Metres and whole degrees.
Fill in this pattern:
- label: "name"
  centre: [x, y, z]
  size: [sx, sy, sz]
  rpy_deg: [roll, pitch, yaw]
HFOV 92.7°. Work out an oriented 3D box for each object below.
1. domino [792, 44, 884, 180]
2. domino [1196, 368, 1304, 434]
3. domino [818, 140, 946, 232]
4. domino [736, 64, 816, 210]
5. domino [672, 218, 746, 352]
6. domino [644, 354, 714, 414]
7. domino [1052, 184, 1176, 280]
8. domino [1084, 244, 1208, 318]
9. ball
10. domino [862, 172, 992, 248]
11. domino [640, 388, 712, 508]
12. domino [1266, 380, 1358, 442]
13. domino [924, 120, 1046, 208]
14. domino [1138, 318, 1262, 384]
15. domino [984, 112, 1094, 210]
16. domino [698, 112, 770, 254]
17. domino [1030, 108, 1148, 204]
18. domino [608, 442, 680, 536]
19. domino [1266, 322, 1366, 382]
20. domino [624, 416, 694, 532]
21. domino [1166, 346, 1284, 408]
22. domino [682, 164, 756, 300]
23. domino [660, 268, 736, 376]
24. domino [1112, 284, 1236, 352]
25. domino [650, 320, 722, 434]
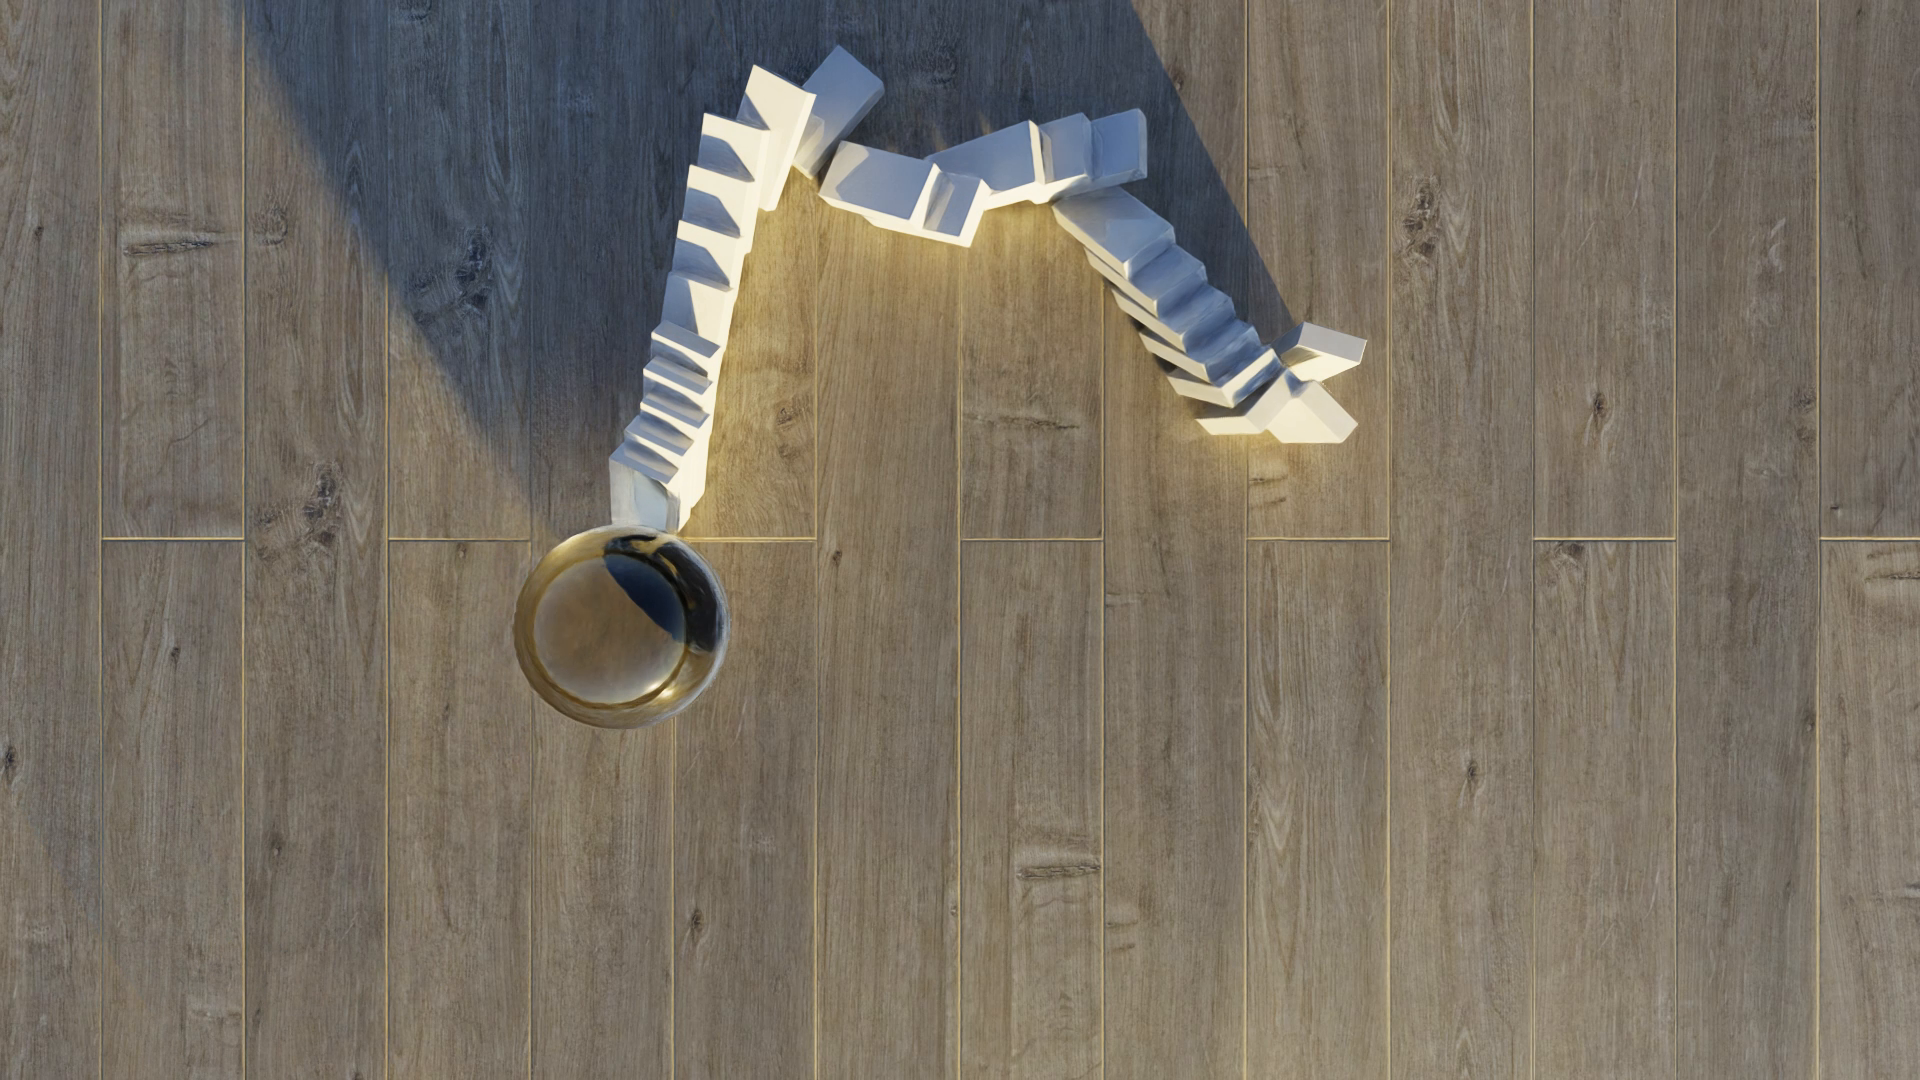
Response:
- label: "domino"
  centre: [-0.059, -0.184, 0.395]
  size: [0.025, 0.010, 0.050]
  rpy_deg: [40, 90, 0]
- label: "domino"
  centre: [0.117, -0.056, 0.375]
  size: [0.010, 0.050, 0.025]
  rpy_deg: [42, 90, -9]
- label: "domino"
  centre: [-0.033, -0.149, 0.384]
  size: [0.050, 0.009, 0.025]
  rpy_deg: [25, 93, 27]
- label: "domino"
  centre: [-0.082, -0.168, 0.385]
  size: [0.025, 0.009, 0.050]
  rpy_deg: [28, 115, 0]
- label: "domino"
  centre: [-0.108, -0.106, 0.385]
  size: [0.025, 0.009, 0.050]
  rpy_deg: [18, 116, 0]
- label: "domino"
  centre: [-0.117, -0.050, 0.378]
  size: [0.025, 0.050, 0.010]
  rpy_deg: [25, 50, 0]
- label: "domino"
  centre: [0.064, -0.132, 0.382]
  size: [0.025, 0.010, 0.050]
  rpy_deg: [-38, 57, 0]
- label: "domino"
  centre: [0.076, -0.115, 0.381]
  size: [0.025, 0.010, 0.050]
  rpy_deg: [-37, 52, 0]
- label: "ball"
  centre: [-0.131, 0.034, 0.360]
  size: [0.080, 0.080, 0.080]
  rpy_deg: [0, 90, 0]
- label: "domino"
  centre: [-0.014, -0.141, 0.384]
  size: [0.050, 0.010, 0.025]
  rpy_deg: [22, 92, 27]
- label: "domino"
  centre: [-0.118, -0.037, 0.378]
  size: [0.025, 0.050, 0.009]
  rpy_deg: [25, 50, 0]
- label: "domino"
  centre: [0.137, -0.052, 0.373]
  size: [0.025, 0.050, 0.010]
  rpy_deg: [42, 90, -9]
- label: "domino"
  centre: [0.010, -0.154, 0.384]
  size: [0.050, 0.009, 0.025]
  rpy_deg: [-6, 90, 30]
- label: "domino"
  centre: [0.097, -0.083, 0.377]
  size: [0.025, 0.050, 0.009]
  rpy_deg: [-37, 123, 0]
- label: "domino"
  centre: [0.030, -0.158, 0.383]
  size: [0.050, 0.010, 0.025]
  rpy_deg: [-3, 89, 30]
- label: "domino"
  centre: [-0.097, -0.149, 0.385]
  size: [0.025, 0.009, 0.050]
  rpy_deg: [17, 116, 1]
- label: "domino"
  centre: [0.052, -0.160, 0.383]
  size: [0.050, 0.010, 0.025]
  rpy_deg: [-2, 85, 30]
- label: "domino"
  centre: [-0.130, -0.016, 0.378]
  size: [0.025, 0.050, 0.009]
  rpy_deg: [25, 50, 0]
- label: "domino"
  centre: [0.142, -0.075, 0.375]
  size: [0.025, 0.050, 0.009]
  rpy_deg: [17, 90, 0]
- label: "domino"
  centre: [-0.124, -0.026, 0.378]
  size: [0.025, 0.050, 0.009]
  rpy_deg: [25, 50, 0]
- label: "domino"
  centre: [0.107, -0.069, 0.375]
  size: [0.025, 0.050, 0.009]
  rpy_deg: [-38, 109, 0]
- label: "domino"
  centre: [-0.103, -0.128, 0.385]
  size: [0.025, 0.010, 0.050]
  rpy_deg: [18, 116, 1]
- label: "domino"
  centre: [-0.112, -0.085, 0.385]
  size: [0.025, 0.009, 0.050]
  rpy_deg: [19, 116, 0]
- label: "domino"
  centre: [0.087, -0.098, 0.379]
  size: [0.025, 0.050, 0.010]
  rpy_deg: [-37, 134, 0]
- label: "domino"
  centre: [-0.114, -0.064, 0.378]
  size: [0.025, 0.050, 0.009]
  rpy_deg: [25, 48, 0]
